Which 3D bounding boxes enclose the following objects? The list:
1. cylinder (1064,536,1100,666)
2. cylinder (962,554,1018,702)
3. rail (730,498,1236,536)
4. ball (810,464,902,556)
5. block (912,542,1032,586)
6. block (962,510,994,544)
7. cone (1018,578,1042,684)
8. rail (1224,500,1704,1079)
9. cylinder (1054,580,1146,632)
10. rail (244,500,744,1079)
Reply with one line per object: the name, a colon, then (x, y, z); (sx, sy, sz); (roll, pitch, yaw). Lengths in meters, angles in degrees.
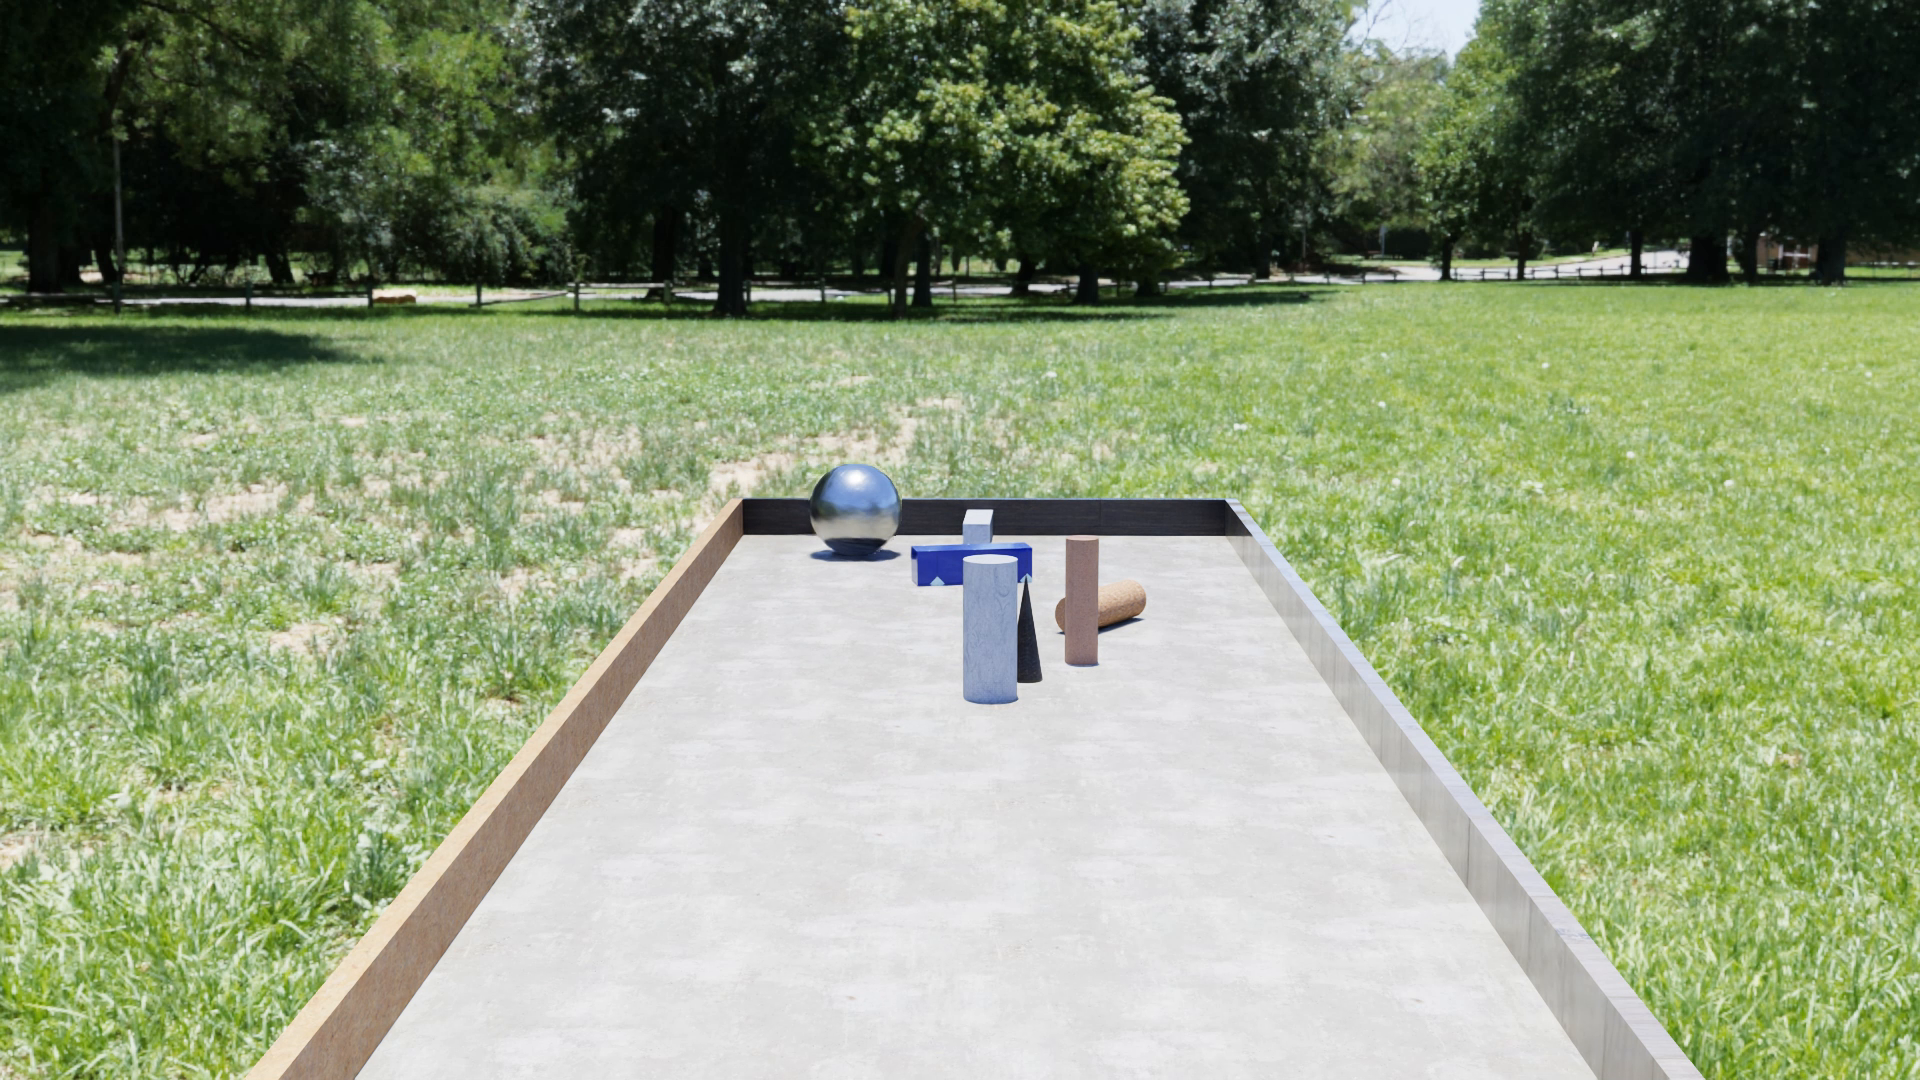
cylinder: (0.368, 0.181, 6.647); (0.100, 0.381, 0.100); (0, 9, 0)
cylinder: (0.085, 0.248, 6.191); (0.154, 0.393, 0.154); (0, 9, 0)
rail: (0.099, -0.098, 9.147); (2.100, 0.150, 0.050); (0, 9, 1)
ball: (-0.410, -0.121, 8.620); (0.361, 0.361, 0.361); (0, 9, 0)
block: (0.043, 0.088, 8.046); (0.426, 0.128, 0.128); (-2, 9, -11)
block: (0.074, -0.041, 8.928); (0.107, 0.107, 0.396); (0, 9, 3)
cone: (0.192, 0.251, 6.407); (0.101, 0.318, 0.101); (0, 9, 0)
rail: (1.046, 0.843, 3.208); (0.050, 0.150, 12.000); (0, 9, 1)
cylinder: (0.464, 0.219, 7.217); (0.128, 0.128, 0.377); (6, 11, 33)
rail: (-1.004, 0.839, 3.234); (0.050, 0.150, 12.000); (0, 9, 1)
